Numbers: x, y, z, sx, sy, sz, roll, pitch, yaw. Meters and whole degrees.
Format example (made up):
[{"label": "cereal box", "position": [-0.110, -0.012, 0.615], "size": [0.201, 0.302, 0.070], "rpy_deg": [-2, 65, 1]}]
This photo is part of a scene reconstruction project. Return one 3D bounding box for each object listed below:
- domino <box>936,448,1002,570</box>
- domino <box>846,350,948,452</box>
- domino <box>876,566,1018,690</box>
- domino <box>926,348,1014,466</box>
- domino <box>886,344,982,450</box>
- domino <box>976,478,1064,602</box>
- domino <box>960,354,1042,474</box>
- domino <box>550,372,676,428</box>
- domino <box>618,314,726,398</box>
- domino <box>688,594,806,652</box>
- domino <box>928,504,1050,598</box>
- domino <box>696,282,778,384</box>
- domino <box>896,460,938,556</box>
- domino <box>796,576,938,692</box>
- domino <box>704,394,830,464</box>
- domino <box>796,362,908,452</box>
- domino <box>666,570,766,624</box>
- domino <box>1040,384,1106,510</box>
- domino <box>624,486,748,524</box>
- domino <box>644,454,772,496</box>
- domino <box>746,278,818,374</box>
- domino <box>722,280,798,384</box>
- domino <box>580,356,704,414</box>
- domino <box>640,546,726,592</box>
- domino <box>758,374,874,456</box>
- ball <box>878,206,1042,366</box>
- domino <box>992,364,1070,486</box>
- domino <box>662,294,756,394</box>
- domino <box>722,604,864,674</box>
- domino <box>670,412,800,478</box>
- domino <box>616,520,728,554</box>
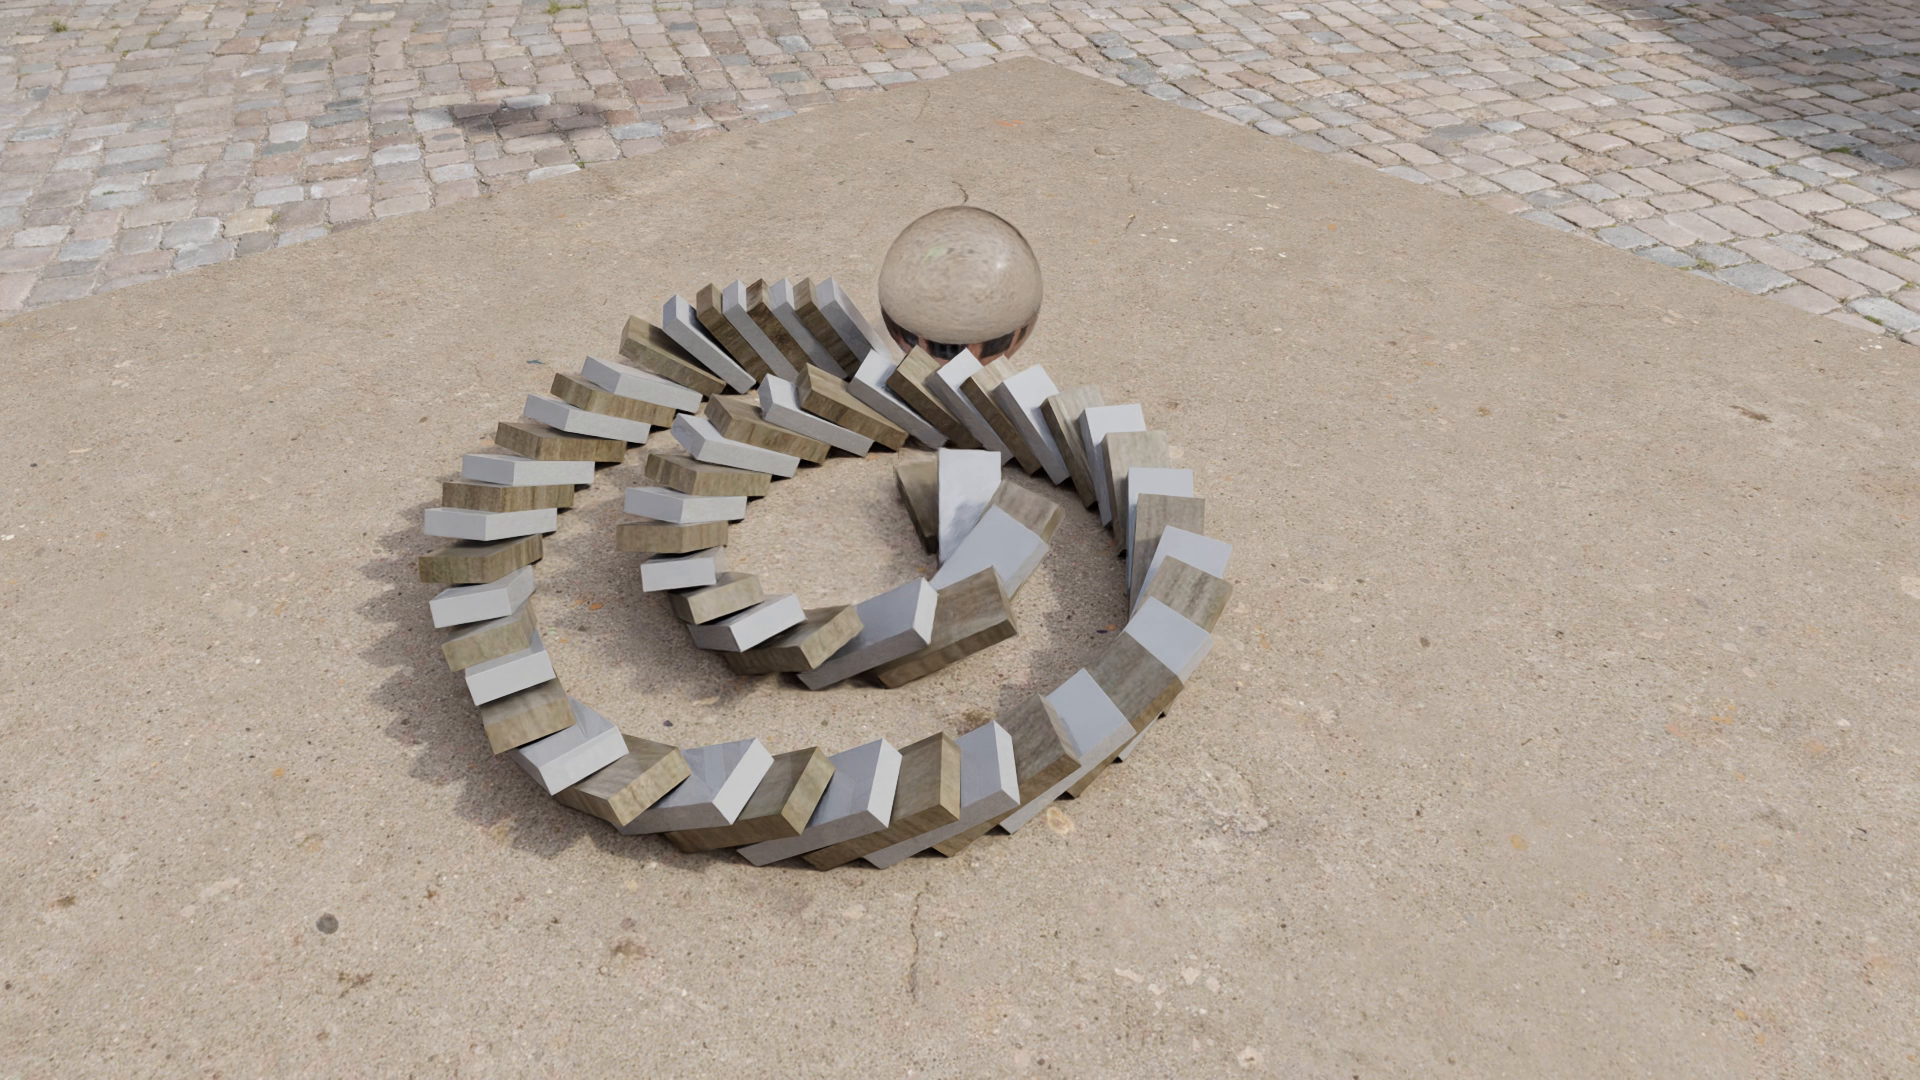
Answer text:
[{"label": "domino", "position": [0.004, -0.012, 0.439], "size": [0.025, 0.009, 0.050], "rpy_deg": [2, 65, -7]}, {"label": "domino", "position": [-0.025, -0.064, 0.502], "size": [0.050, 0.010, 0.025], "rpy_deg": [33, 40, -10]}, {"label": "domino", "position": [-0.007, 0.031, 0.387], "size": [0.050, 0.010, 0.025], "rpy_deg": [-24, 46, 11]}, {"label": "domino", "position": [0.011, -0.060, 0.494], "size": [0.050, 0.009, 0.025], "rpy_deg": [47, 49, -4]}, {"label": "domino", "position": [-0.008, -0.064, 0.498], "size": [0.050, 0.009, 0.025], "rpy_deg": [40, 41, -10]}, {"label": "domino", "position": [0.015, 0.004, 0.416], "size": [0.025, 0.009, 0.050], "rpy_deg": [28, 81, 25]}, {"label": "domino", "position": [0.025, -0.056, 0.489], "size": [0.050, 0.009, 0.025], "rpy_deg": [52, 50, 0]}, {"label": "domino", "position": [-0.156, -0.063, 0.498], "size": [0.025, 0.009, 0.050], "rpy_deg": [25, 9, 28]}, {"label": "domino", "position": [-0.137, -0.088, 0.528], "size": [0.050, 0.009, 0.025], "rpy_deg": [25, 28, -28]}, {"label": "domino", "position": [-0.076, 0.029, 0.386], "size": [0.025, 0.009, 0.050], "rpy_deg": [-28, 10, -28]}, {"label": "domino", "position": [0.007, 0.014, 0.404], "size": [0.025, 0.010, 0.050], "rpy_deg": [37, 85, 29]}, {"label": "domino", "position": [-0.108, -0.099, 0.534], "size": [0.010, 0.050, 0.025], "rpy_deg": [-32, 39, 12]}, {"label": "domino", "position": [-0.009, -0.015, 0.462], "size": [0.025, 0.009, 0.050], "rpy_deg": [-11, 41, -13]}, {"label": "domino", "position": [-0.032, 0.033, 0.383], "size": [0.050, 0.009, 0.025], "rpy_deg": [-23, 34, 25]}, {"label": "domino", "position": [-0.084, -0.048, 0.481], "size": [0.050, 0.010, 0.025], "rpy_deg": [13, 22, -41]}, {"label": "domino", "position": [-0.048, -0.060, 0.494], "size": [0.050, 0.009, 0.025], "rpy_deg": [23, 28, -29]}, {"label": "domino", "position": [-0.089, 0.020, 0.397], "size": [0.025, 0.009, 0.050], "rpy_deg": [-19, 7, -22]}, {"label": "domino", "position": [0.056, -0.040, 0.472], "size": [0.025, 0.009, 0.050], "rpy_deg": [-18, 77, -21]}, {"label": "domino", "position": [-0.109, -0.014, 0.440], "size": [0.025, 0.009, 0.050], "rpy_deg": [12, 7, 16]}, {"label": "domino", "position": [-0.104, -0.027, 0.456], "size": [0.025, 0.009, 0.050], "rpy_deg": [21, 10, 23]}, {"label": "domino", "position": [-0.085, -0.101, 0.537], "size": [0.009, 0.050, 0.025], "rpy_deg": [-30, 38, 13]}, {"label": "domino", "position": [-0.096, -0.100, 0.536], "size": [0.010, 0.050, 0.025], "rpy_deg": [-30, 38, 13]}, {"label": "domino", "position": [-0.147, -0.072, 0.509], "size": [0.025, 0.009, 0.050], "rpy_deg": [28, 10, 30]}, {"label": "domino", "position": [-0.102, 0.010, 0.410], "size": [0.025, 0.010, 0.050], "rpy_deg": [-6, 6, -7]}, {"label": "domino", "position": [-0.064, -0.056, 0.491], "size": [0.050, 0.009, 0.025], "rpy_deg": [19, 30, -30]}, {"label": "ball", "position": [0.000, -0.121, 0.535], "size": [0.080, 0.080, 0.080], "rpy_deg": [0, 39, 0]}, {"label": "domino", "position": [0.038, -0.051, 0.482], "size": [0.025, 0.010, 0.050], "rpy_deg": [-31, 85, -38]}, {"label": "domino", "position": [-0.121, -0.094, 0.531], "size": [0.009, 0.050, 0.025], "rpy_deg": [-38, 38, 16]}, {"label": "domino", "position": [-0.058, 0.035, 0.380], "size": [0.050, 0.010, 0.025], "rpy_deg": [-10, 23, 48]}, {"label": "domino", "position": [-0.096, -0.040, 0.472], "size": [0.050, 0.010, 0.025], "rpy_deg": [9, 24, -48]}, {"label": "domino", "position": [-0.110, -0.002, 0.423], "size": [0.025, 0.010, 0.050], "rpy_deg": [2, 4, 7]}]
